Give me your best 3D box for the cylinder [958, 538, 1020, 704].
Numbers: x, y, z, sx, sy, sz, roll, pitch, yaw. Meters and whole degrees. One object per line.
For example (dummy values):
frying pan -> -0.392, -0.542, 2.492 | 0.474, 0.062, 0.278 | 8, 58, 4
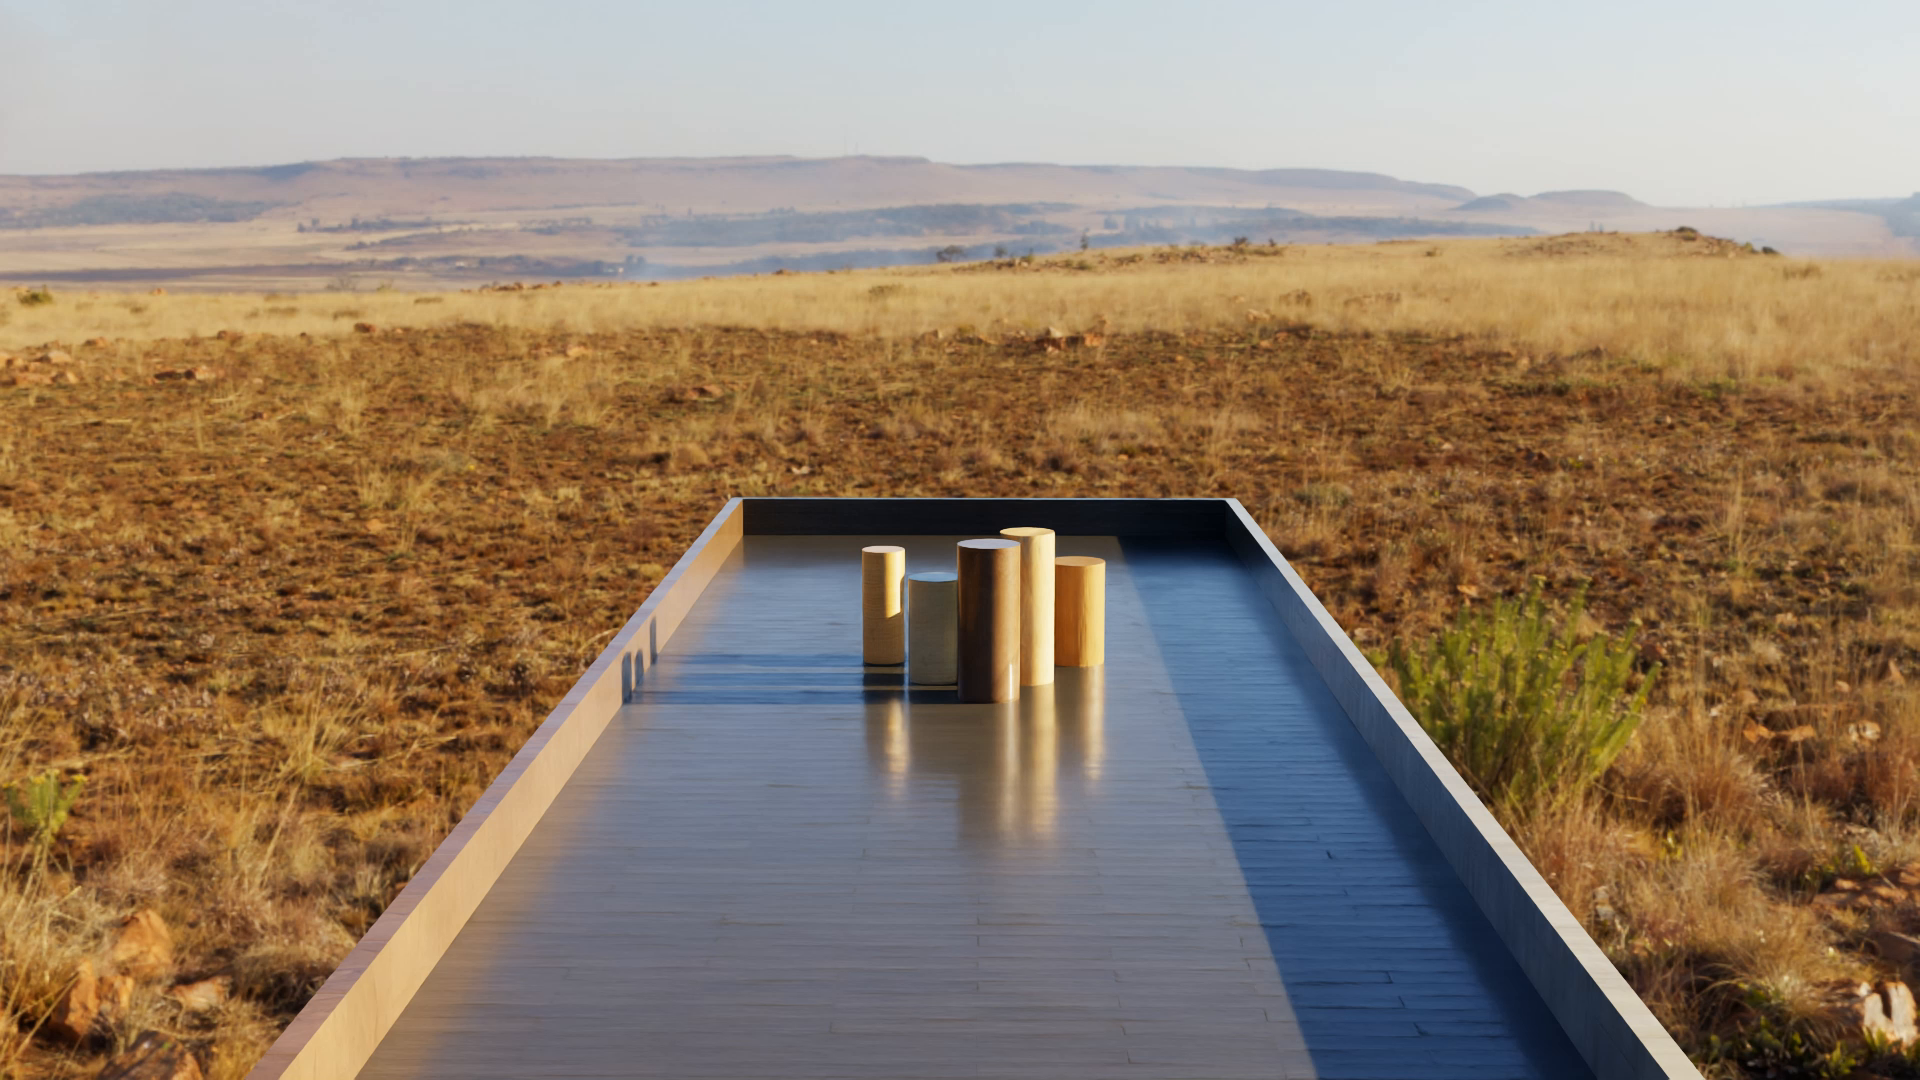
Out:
cylinder -> 0.081, 0.227, 6.179 | 0.176, 0.438, 0.176 | 0, 9, 0

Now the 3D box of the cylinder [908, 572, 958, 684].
cylinder -> -0.072, 0.257, 6.418 | 0.156, 0.303, 0.156 | 0, 9, 0

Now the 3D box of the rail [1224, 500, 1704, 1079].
rail -> 1.046, 0.843, 3.208 | 0.050, 0.150, 12.000 | 0, 9, 1

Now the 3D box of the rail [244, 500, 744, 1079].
rail -> -1.004, 0.839, 3.234 | 0.050, 0.150, 12.000 | 0, 9, 1

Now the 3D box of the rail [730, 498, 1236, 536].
rail -> 0.099, -0.098, 9.147 | 2.100, 0.150, 0.050 | 0, 9, 1

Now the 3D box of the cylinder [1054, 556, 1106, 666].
cylinder -> 0.351, 0.215, 6.667 | 0.174, 0.308, 0.174 | 0, 9, 0

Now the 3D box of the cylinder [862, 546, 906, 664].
cylinder -> -0.232, 0.197, 6.678 | 0.129, 0.341, 0.129 | 0, 9, 0

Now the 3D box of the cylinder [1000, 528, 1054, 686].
cylinder -> 0.195, 0.192, 6.396 | 0.158, 0.438, 0.158 | 0, 9, 0
